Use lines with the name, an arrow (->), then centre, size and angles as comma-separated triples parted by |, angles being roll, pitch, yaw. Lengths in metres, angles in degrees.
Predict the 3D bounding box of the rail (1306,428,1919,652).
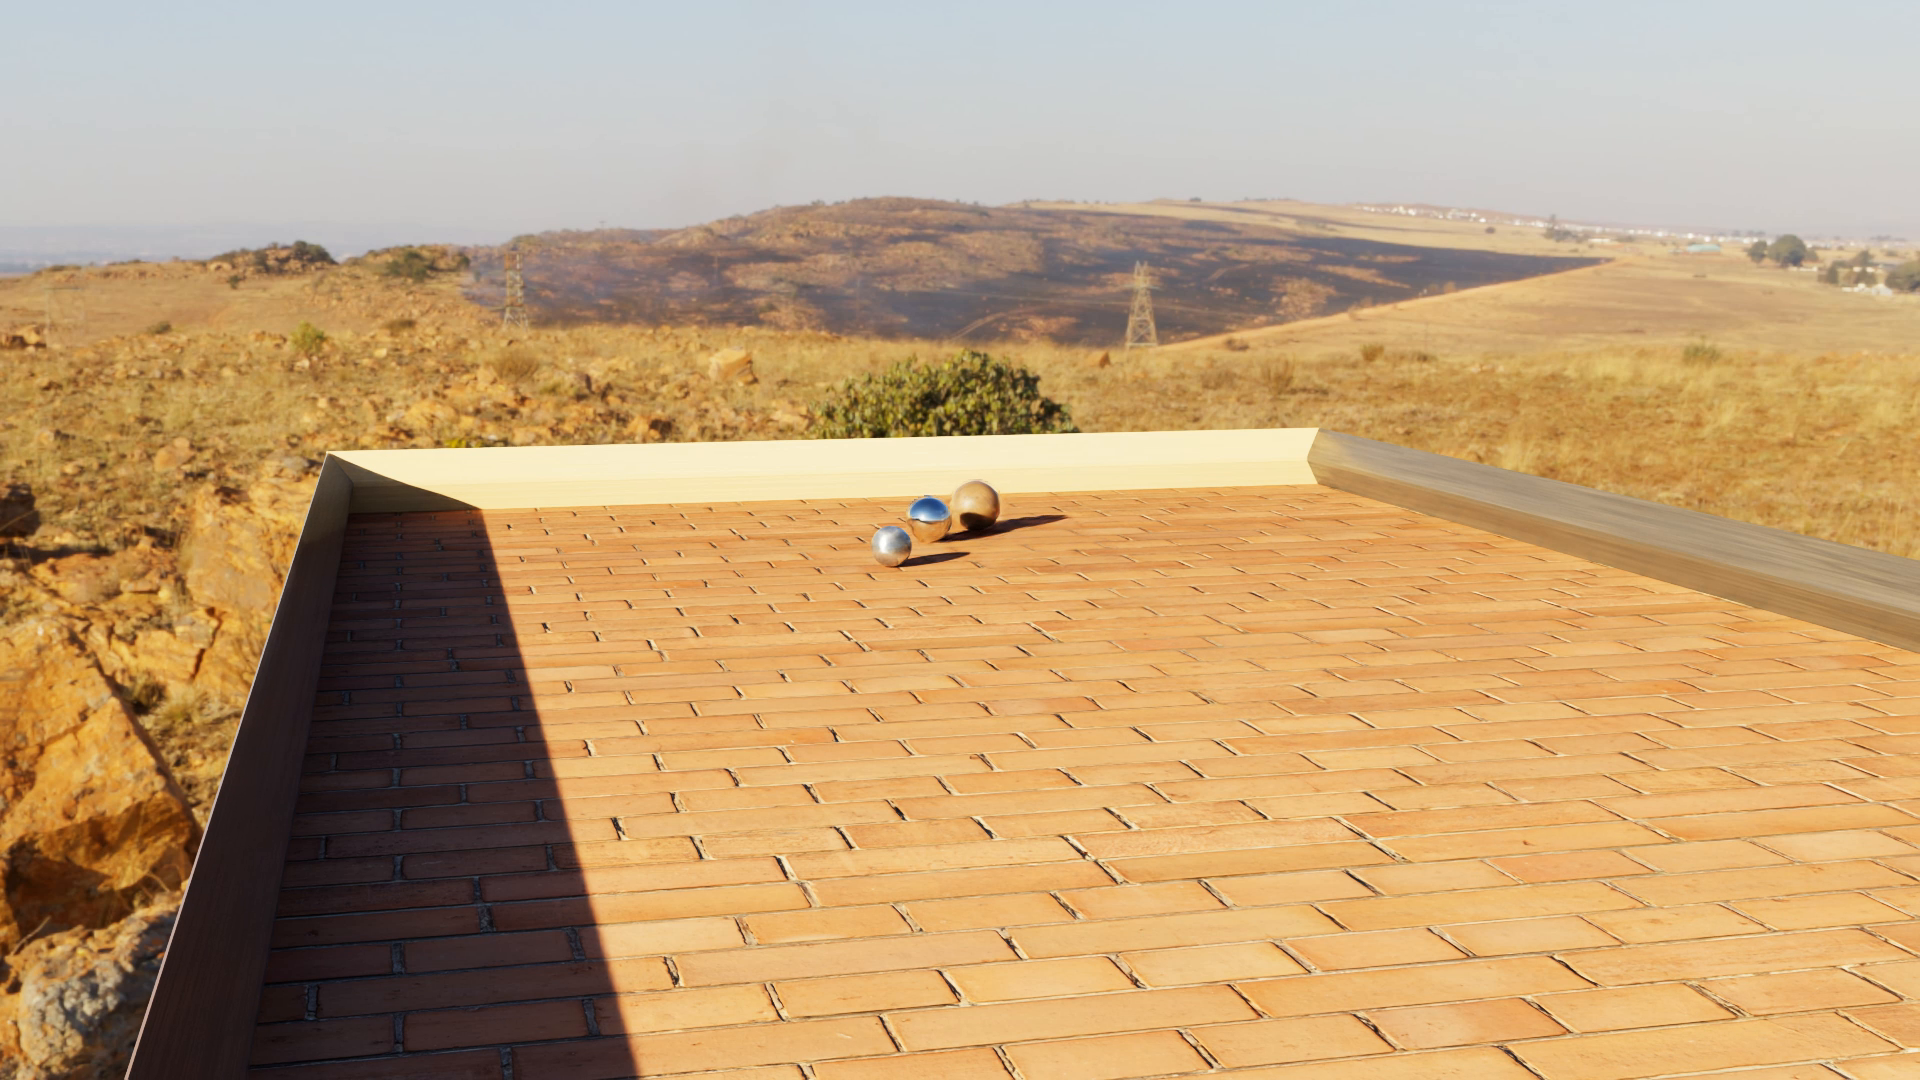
rail -> 1.130, 0.066, 2.819 | 0.045, 0.113, 3.454 | -2, 8, -14

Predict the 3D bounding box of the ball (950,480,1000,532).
ball -> 0.027, -0.059, 3.790 | 0.087, 0.087, 0.087 | 0, 8, 0

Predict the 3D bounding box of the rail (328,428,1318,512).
rail -> -0.205, -0.135, 4.225 | 1.944, 0.113, 0.045 | -2, 8, -14

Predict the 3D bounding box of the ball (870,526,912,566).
ball -> -0.106, 0.010, 3.395 | 0.064, 0.064, 0.064 | 0, 8, 0

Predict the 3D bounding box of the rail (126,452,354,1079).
rail -> -0.709, 0.132, 2.361 | 0.045, 0.113, 3.454 | -2, 8, -14

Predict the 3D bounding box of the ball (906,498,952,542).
ball -> -0.051, -0.033, 3.655 | 0.075, 0.075, 0.075 | 0, 8, 0
